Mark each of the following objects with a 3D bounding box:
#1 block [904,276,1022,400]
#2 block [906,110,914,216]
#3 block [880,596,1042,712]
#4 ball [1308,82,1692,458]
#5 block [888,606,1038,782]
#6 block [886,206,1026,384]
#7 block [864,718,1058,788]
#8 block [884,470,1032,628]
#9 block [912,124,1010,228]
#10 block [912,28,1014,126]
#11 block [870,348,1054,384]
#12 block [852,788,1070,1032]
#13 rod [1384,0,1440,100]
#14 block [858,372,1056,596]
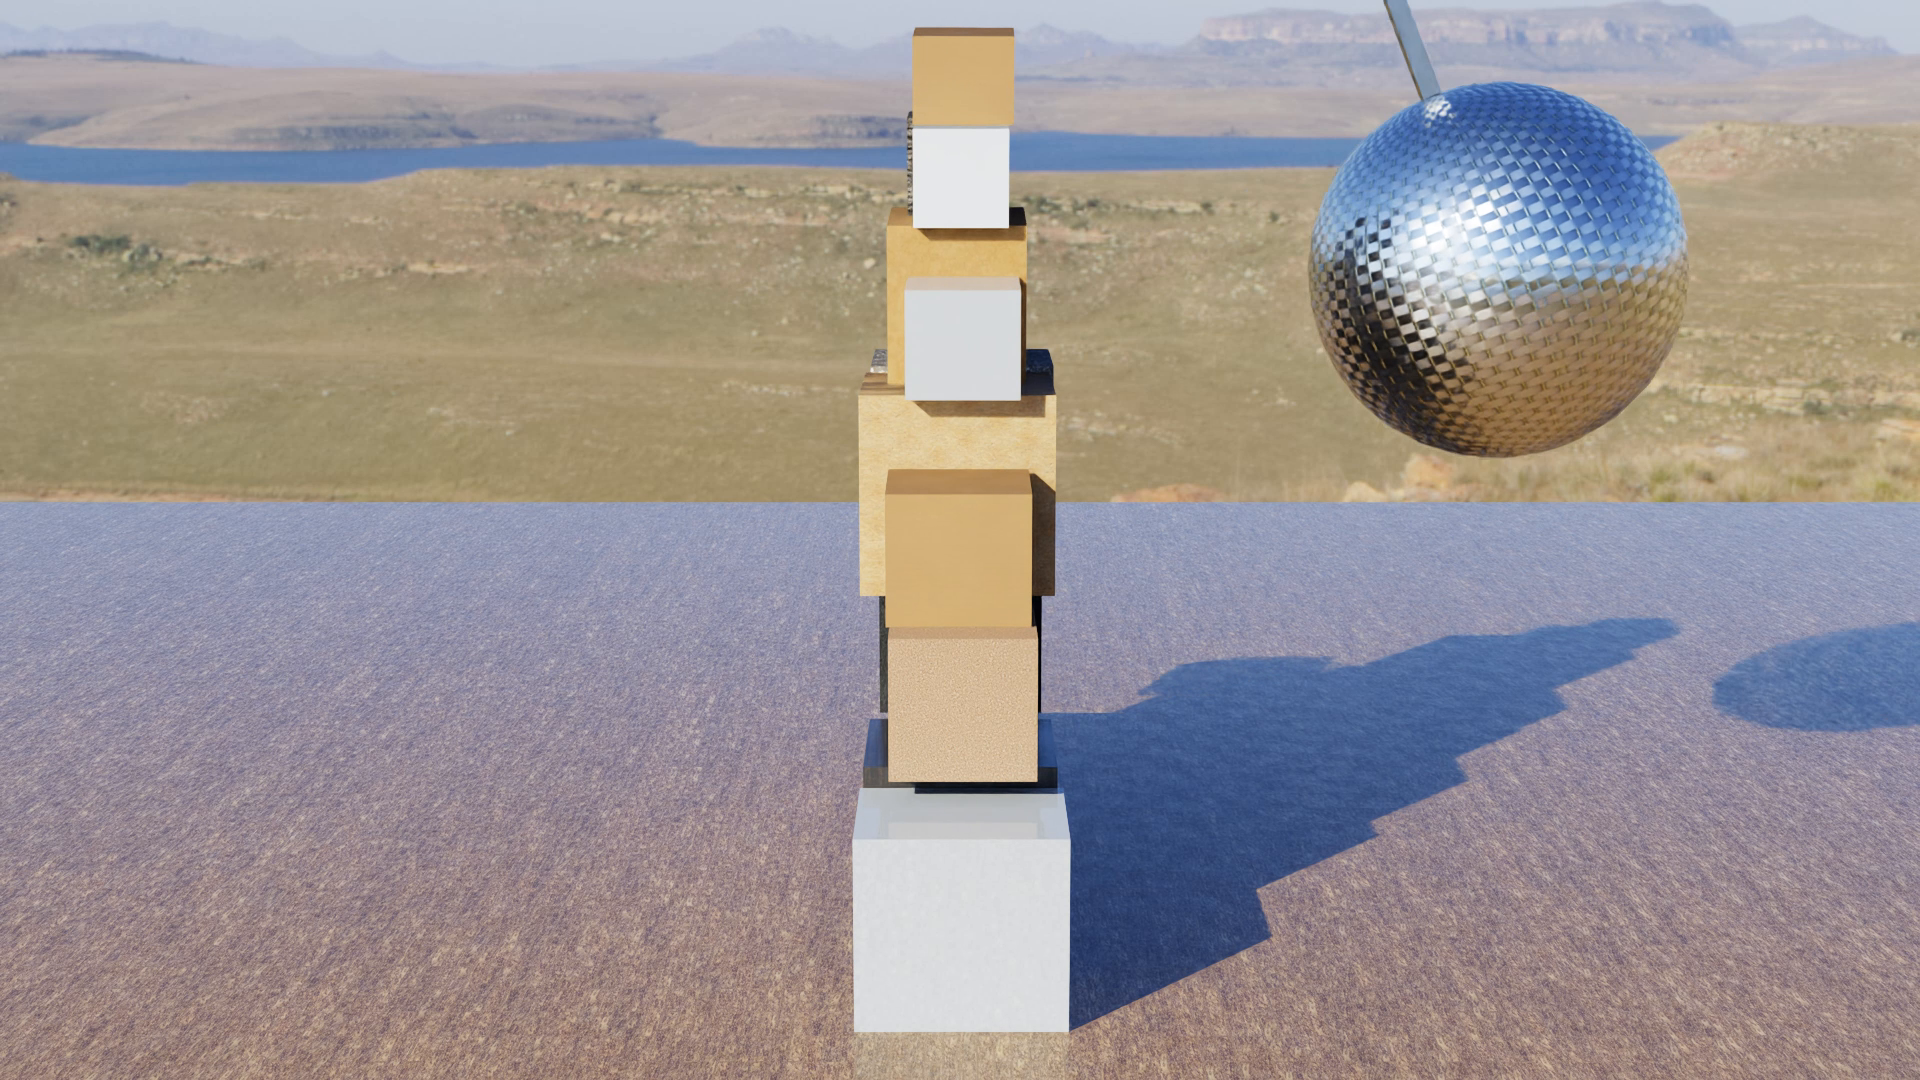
[{"bbox_3d":[0.012,-0.822,10.410,0.460,0.439,0.489,0,12,0],"label":"block"},{"bbox_3d":[-0.015,-1.622,11.035,0.413,0.412,0.397,0,14,0],"label":"block"},{"bbox_3d":[0.002,0.316,11.848,0.729,0.819,0.671,0,11,0],"label":"block"},{"bbox_3d":[2.295,-1.150,10.971,1.600,1.600,1.600,0,10,0],"label":"ball"},{"bbox_3d":[0.011,0.597,10.111,0.571,0.561,0.620,0,10,0],"label":"block"},{"bbox_3d":[-0.011,-1.054,10.970,0.577,0.662,0.696,0,14,0],"label":"block"},{"bbox_3d":[0.001,1.228,10.513,0.763,0.823,0.765,0,10,0],"label":"block"},{"bbox_3d":[-0.006,0.026,10.162,0.566,0.526,0.521,0,12,0],"label":"block"},{"bbox_3d":[0.004,-1.518,10.631,0.390,0.400,0.425,0,14,0],"label":"block"},{"bbox_3d":[0.016,-1.938,10.707,0.416,0.360,0.402,0,16,0],"label":"block"},{"bbox_3d":[0.009,-0.436,11.539,0.795,0.773,0.677,0,11,0],"label":"block"},{"bbox_3d":[0.006,1.400,9.796,0.797,0.741,0.689,0,10,0],"label":"block"},{"bbox_3d":[0.994,-4.240,10.409,0.080,5.200,0.080,-22,10,4],"label":"rod"},{"bbox_3d":[-0.010,-0.250,10.813,0.797,0.824,0.814,0,10,0],"label":"block"}]
